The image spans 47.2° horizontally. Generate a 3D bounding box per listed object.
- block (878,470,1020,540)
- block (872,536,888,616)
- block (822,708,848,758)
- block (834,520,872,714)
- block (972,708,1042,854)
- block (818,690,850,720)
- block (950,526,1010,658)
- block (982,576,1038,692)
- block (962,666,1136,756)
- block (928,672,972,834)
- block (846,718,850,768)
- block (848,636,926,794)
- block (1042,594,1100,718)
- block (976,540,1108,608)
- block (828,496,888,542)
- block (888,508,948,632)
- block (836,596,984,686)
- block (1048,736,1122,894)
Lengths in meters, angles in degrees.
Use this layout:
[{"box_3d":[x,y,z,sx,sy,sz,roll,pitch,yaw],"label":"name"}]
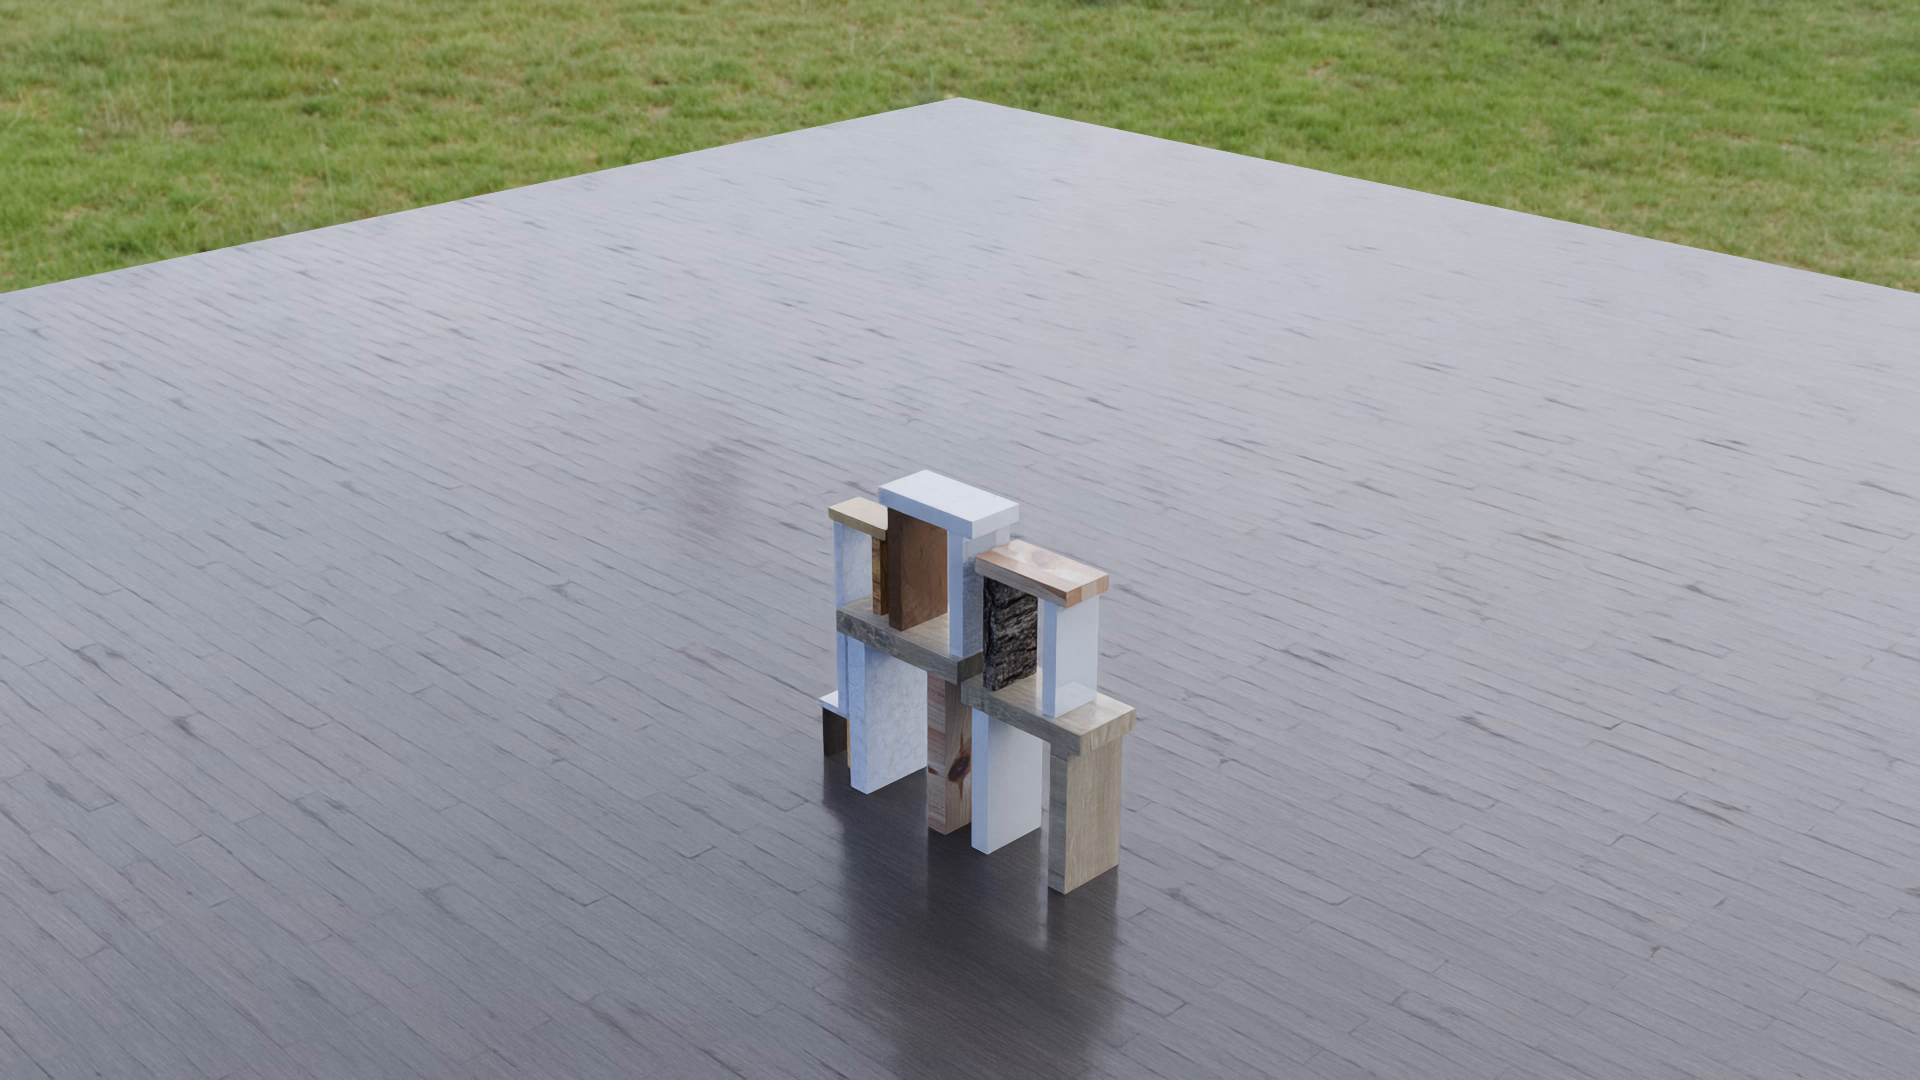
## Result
[{"box_3d":[-0.023,-0.070,4.219,0.255,0.036,0.127,21,31,41],"label":"block"},{"box_3d":[-0.137,0.060,4.397,0.024,0.167,0.084,21,31,41],"label":"block"},{"box_3d":[-0.264,0.399,4.674,0.016,0.114,0.057,21,31,41],"label":"block"},{"box_3d":[-0.216,0.151,4.521,0.024,0.430,0.084,21,31,41],"label":"block"},{"box_3d":[0.093,0.447,4.312,0.044,0.308,0.154,21,31,41],"label":"block"},{"box_3d":[-0.238,0.349,4.624,0.114,0.016,0.057,21,31,41],"label":"block"},{"box_3d":[0.037,0.088,4.221,0.036,0.255,0.127,21,31,41],"label":"block"},{"box_3d":[0.096,0.162,4.184,0.033,0.231,0.116,21,31,41],"label":"block"},{"box_3d":[0.165,0.314,4.177,0.308,0.044,0.154,21,31,41],"label":"block"},{"box_3d":[0.015,0.398,4.382,0.049,0.345,0.172,21,31,41],"label":"block"},{"box_3d":[-0.211,0.420,4.624,0.016,0.114,0.057,21,31,41],"label":"block"},{"box_3d":[-0.148,0.335,4.531,0.049,0.345,0.172,21,31,41],"label":"block"},{"box_3d":[0.205,0.204,4.084,0.033,0.231,0.116,21,31,41],"label":"block"},{"box_3d":[0.151,0.061,4.083,0.231,0.033,0.116,21,31,41],"label":"block"},{"box_3d":[-0.176,-0.043,4.396,0.167,0.024,0.084,21,31,41],"label":"block"},{"box_3d":[-0.083,0.041,4.331,0.036,0.255,0.127,21,31,41],"label":"block"},{"box_3d":[-0.067,0.185,4.379,0.345,0.049,0.172,21,31,41],"label":"block"},{"box_3d":[0.238,0.504,4.179,0.044,0.308,0.154,21,31,41],"label":"block"}]
